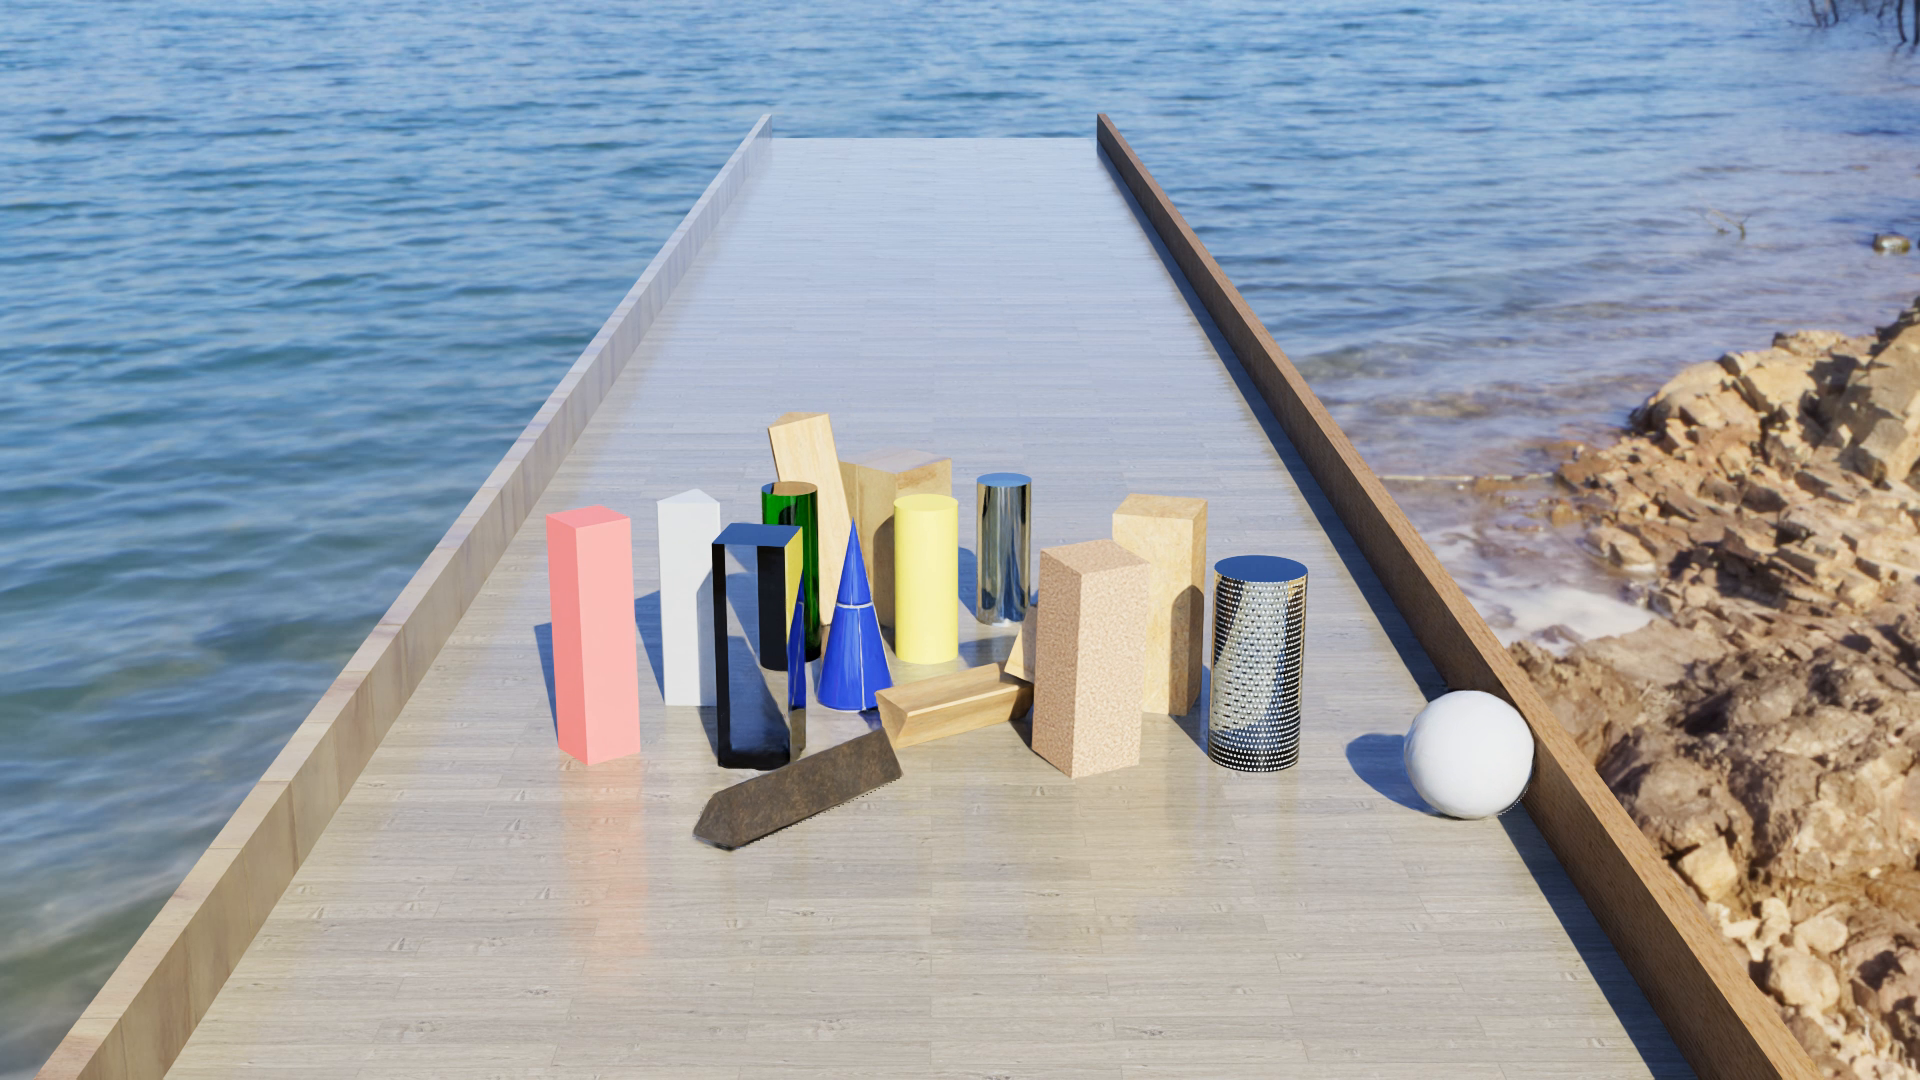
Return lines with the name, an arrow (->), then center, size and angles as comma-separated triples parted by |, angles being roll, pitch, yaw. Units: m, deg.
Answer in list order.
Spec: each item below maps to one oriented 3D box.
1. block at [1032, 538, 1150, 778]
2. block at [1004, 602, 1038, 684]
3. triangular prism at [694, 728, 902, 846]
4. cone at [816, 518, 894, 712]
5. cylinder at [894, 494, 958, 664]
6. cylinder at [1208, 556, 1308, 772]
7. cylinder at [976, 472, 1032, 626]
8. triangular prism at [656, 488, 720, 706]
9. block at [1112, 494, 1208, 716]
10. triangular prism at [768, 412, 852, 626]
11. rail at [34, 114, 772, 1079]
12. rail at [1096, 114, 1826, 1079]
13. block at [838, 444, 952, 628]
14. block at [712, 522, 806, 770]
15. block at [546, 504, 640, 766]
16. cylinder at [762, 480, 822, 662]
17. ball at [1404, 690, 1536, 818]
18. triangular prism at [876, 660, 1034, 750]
block -> 0.228, 0.207, 3.853 | 0.138, 0.380, 0.138 | -9, 22, -27
block -> 0.204, 0.192, 4.147 | 0.129, 0.129, 0.388 | 22, 8, 11
triangular prism -> -0.263, 0.403, 3.678 | 0.090, 0.078, 0.439 | 11, 16, 34
cone -> -0.199, 0.129, 4.159 | 0.154, 0.361, 0.154 | 0, 17, 0
cylinder -> -0.068, 0.078, 4.409 | 0.128, 0.317, 0.128 | 0, 17, 0
cylinder -> 0.525, 0.217, 3.883 | 0.162, 0.349, 0.162 | 0, 17, 0
cylinder -> 0.092, 0.020, 4.626 | 0.116, 0.304, 0.116 | 0, 17, 0
triangular prism -> -0.500, 0.108, 4.165 | 0.115, 0.398, 0.100 | 1, 17, 3
block -> 0.374, 0.120, 4.152 | 0.149, 0.382, 0.149 | 5, 17, 16
triangular prism -> -0.307, -0.049, 4.614 | 0.130, 0.436, 0.112 | -14, 16, -13
rail -> -1.118, -0.838, 7.780 | 0.050, 0.150, 12.000 | 0, 17, -1
rail -> 0.932, -0.844, 7.801 | 0.050, 0.150, 12.000 | 0, 17, -1
block -> -0.137, -0.009, 4.662 | 0.169, 0.337, 0.169 | 14, 22, 40
block -> -0.351, 0.188, 3.871 | 0.129, 0.412, 0.129 | 3, 17, 9
block -> -0.649, 0.168, 3.895 | 0.107, 0.437, 0.107 | -13, 21, -37
cylinder -> -0.337, 0.065, 4.398 | 0.112, 0.348, 0.112 | 0, 17, 0
ball -> 0.846, 0.356, 3.656 | 0.213, 0.213, 0.213 | 0, 17, 0
triangular prism -> -0.007, 0.284, 4.023 | 0.301, 0.108, 0.094 | -11, 55, -33
